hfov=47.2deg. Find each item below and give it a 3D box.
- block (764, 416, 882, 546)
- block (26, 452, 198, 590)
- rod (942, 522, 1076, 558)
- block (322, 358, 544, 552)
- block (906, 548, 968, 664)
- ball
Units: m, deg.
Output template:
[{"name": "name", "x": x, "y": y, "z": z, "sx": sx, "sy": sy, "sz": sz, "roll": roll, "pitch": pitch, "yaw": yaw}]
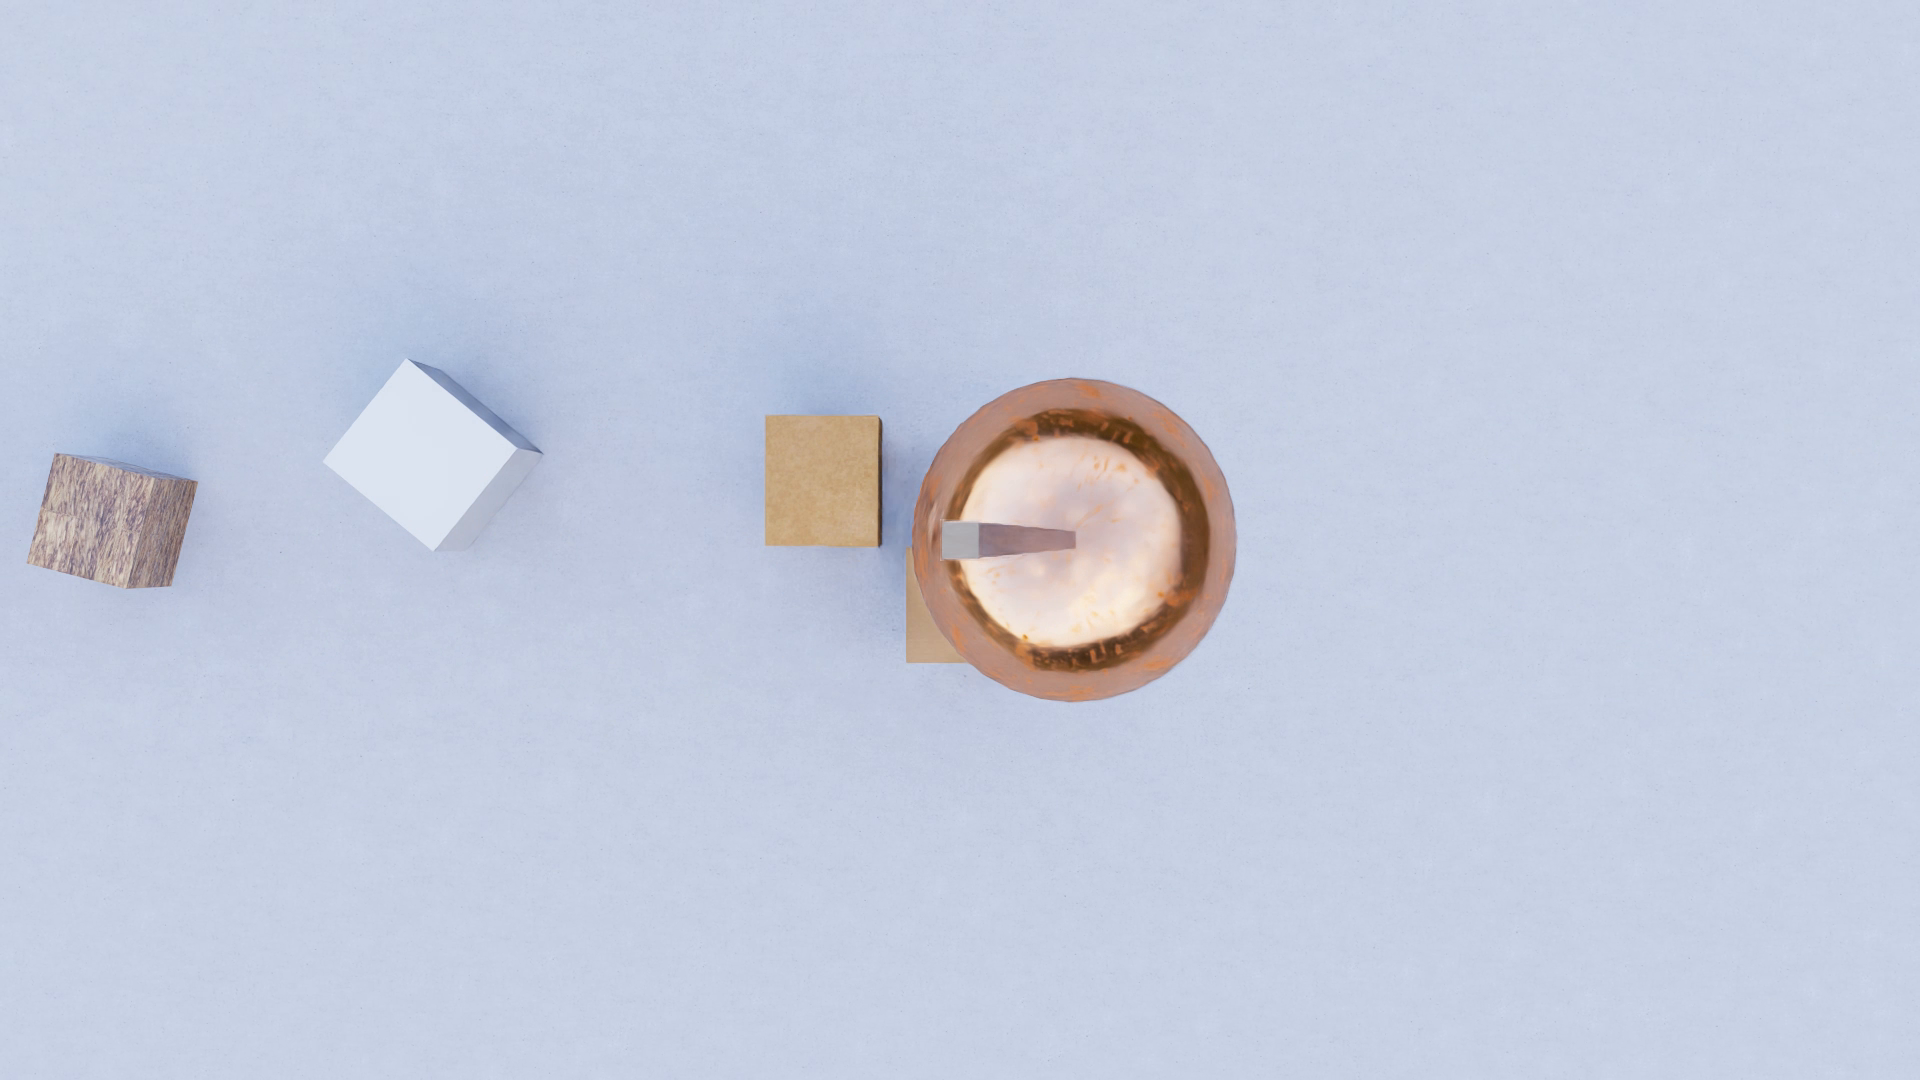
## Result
[{"name": "block", "x": -0.774, "y": -0.332, "z": 12.650, "sx": 0.633, "sy": 0.701, "sz": 0.732, "roll": 0, "pitch": 90, "yaw": 0}, {"name": "block", "x": -4.861, "y": -0.107, "z": 12.647, "sx": 0.576, "sy": 0.707, "sz": 0.640, "roll": 14, "pitch": 90, "yaw": 0}, {"name": "rod", "x": 0.243, "y": 0.000, "z": 7.427, "sx": 0.080, "sy": 5.200, "sz": 0.080, "roll": 0, "pitch": 90, "yaw": 5}, {"name": "block", "x": -2.999, "y": -0.473, "z": 12.604, "sx": 0.793, "sy": 0.792, "sz": 0.739, "roll": 39, "pitch": 90, "yaw": 0}, {"name": "block", "x": 0.012, "y": 0.371, "z": 12.696, "sx": 0.642, "sy": 0.608, "sz": 0.656, "roll": 0, "pitch": 90, "yaw": 0}, {"name": "ball", "x": 0.560, "y": 0.000, "z": 10.812, "sx": 1.600, "sy": 1.600, "sz": 1.600, "roll": 0, "pitch": 90, "yaw": 0}]
